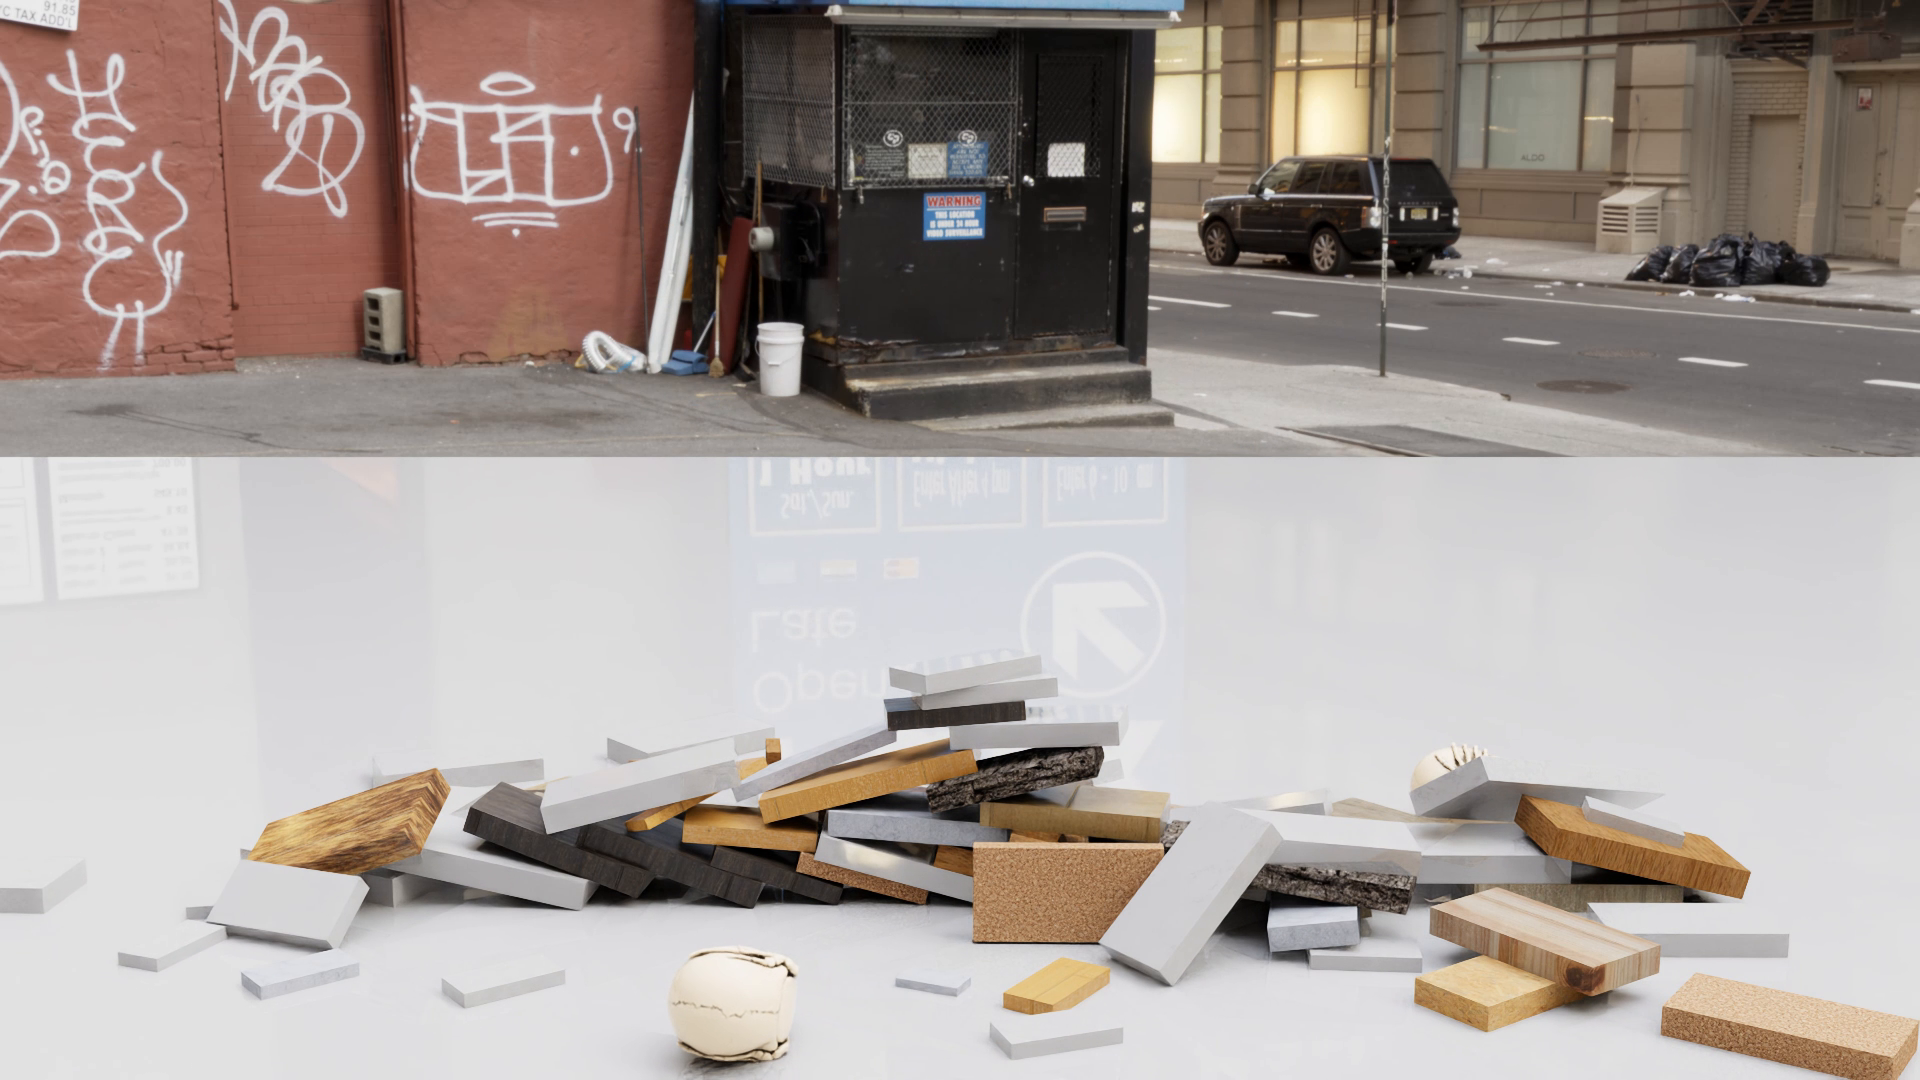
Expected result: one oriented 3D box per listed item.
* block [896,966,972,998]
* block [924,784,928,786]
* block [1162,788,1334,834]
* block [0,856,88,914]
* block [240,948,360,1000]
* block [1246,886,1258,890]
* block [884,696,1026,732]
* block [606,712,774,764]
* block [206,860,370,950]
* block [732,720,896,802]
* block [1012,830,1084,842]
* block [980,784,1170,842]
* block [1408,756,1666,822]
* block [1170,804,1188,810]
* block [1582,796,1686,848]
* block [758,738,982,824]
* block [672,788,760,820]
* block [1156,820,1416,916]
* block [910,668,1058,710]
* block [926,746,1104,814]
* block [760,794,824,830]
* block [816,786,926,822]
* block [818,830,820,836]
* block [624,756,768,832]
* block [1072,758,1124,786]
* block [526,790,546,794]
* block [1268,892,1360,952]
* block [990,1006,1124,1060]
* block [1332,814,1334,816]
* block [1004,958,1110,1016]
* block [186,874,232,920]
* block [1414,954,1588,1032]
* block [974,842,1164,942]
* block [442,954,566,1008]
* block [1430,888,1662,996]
[{"bbox_3d":[-0.040,0.657,3.271,0.101,0.014,0.050,5,12,24],"label":"block"},{"bbox_3d":[-0.134,0.441,4.069,0.347,0.025,0.089,3,-8,-9],"label":"block"},{"bbox_3d":[0.474,0.466,3.684,0.288,0.041,0.144,-10,1,14],"label":"block"},{"bbox_3d":[-1.636,0.571,3.655,0.307,0.043,0.153,1,11,4],"label":"block"},{"bbox_3d":[-0.987,0.649,3.291,0.152,0.022,0.076,-8,13,-38],"label":"block"},{"bbox_3d":[0.510,0.536,3.655,0.079,0.022,0.318,-7,1,28],"label":"block"},{"bbox_3d":[-0.010,0.279,3.616,0.225,0.032,0.113,-4,7,-5],"label":"block"},{"bbox_3d":[-0.549,0.414,4.499,0.307,0.043,0.153,-9,14,-39],"label":"block"},{"bbox_3d":[-1.062,0.576,3.474,0.232,0.033,0.116,4,50,21],"label":"block"},{"bbox_3d":[-0.243,0.369,3.695,0.285,0.026,0.090,-21,6,0],"label":"block"},{"bbox_3d":[0.089,0.479,3.856,0.288,0.041,0.144,13,10,8],"label":"block"},{"bbox_3d":[0.189,0.438,3.578,0.290,0.041,0.145,4,10,12],"label":"block"},{"bbox_3d":[1.005,0.438,3.797,0.555,0.043,0.153,9,-34,-42],"label":"block"},{"bbox_3d":[0.283,0.505,4.026,0.265,0.037,0.132,7,12,31],"label":"block"},{"bbox_3d":[1.115,0.467,3.645,0.158,0.022,0.079,16,10,8],"label":"block"},{"bbox_3d":[-0.147,0.393,3.651,0.362,0.039,0.138,-14,6,5],"label":"block"},{"bbox_3d":[-0.514,0.463,3.849,0.321,0.046,0.161,1,13,-4],"label":"block"},{"bbox_3d":[0.517,0.517,3.491,0.399,0.041,0.145,8,11,16],"label":"block"},{"bbox_3d":[0.039,0.243,3.620,0.225,0.032,0.113,-5,7,-10],"label":"block"},{"bbox_3d":[0.092,0.379,3.580,0.276,0.039,0.138,-14,6,10],"label":"block"},{"bbox_3d":[-0.365,0.482,3.998,0.293,0.041,0.146,1,10,3],"label":"block"},{"bbox_3d":[-0.090,0.480,3.905,0.452,0.046,0.161,10,10,-6],"label":"block"},{"bbox_3d":[-0.179,0.517,3.913,0.074,0.021,0.221,-7,-2,44],"label":"block"},{"bbox_3d":[-0.438,0.423,3.668,0.258,0.018,0.063,-26,7,-40],"label":"block"},{"bbox_3d":[0.154,0.450,4.044,0.265,0.037,0.132,-15,-7,28],"label":"block"},{"bbox_3d":[-0.703,0.485,4.054,0.267,0.033,0.116,1,5,-26],"label":"block"},{"bbox_3d":[0.563,0.580,3.481,0.136,0.039,0.273,-7,8,12],"label":"block"},{"bbox_3d":[0.135,0.688,3.075,0.167,0.024,0.084,-4,11,-20],"label":"block"},{"bbox_3d":[0.560,0.495,3.761,0.148,0.042,0.297,-8,1,-2],"label":"block"},{"bbox_3d":[0.143,0.659,3.235,0.084,0.024,0.167,7,12,32],"label":"block"},{"bbox_3d":[-1.222,0.587,3.624,0.076,0.022,0.152,-2,11,-9],"label":"block"},{"bbox_3d":[0.813,0.651,3.233,0.273,0.039,0.136,-8,13,-36],"label":"block"},{"bbox_3d":[0.170,0.553,3.452,0.297,0.149,0.042,0,4,1],"label":"block"},{"bbox_3d":[-0.677,0.654,3.264,0.161,0.023,0.081,-8,13,-36],"label":"block"},{"bbox_3d":[0.872,0.598,3.295,0.153,0.043,0.307,-7,13,-35],"label":"block"}]
